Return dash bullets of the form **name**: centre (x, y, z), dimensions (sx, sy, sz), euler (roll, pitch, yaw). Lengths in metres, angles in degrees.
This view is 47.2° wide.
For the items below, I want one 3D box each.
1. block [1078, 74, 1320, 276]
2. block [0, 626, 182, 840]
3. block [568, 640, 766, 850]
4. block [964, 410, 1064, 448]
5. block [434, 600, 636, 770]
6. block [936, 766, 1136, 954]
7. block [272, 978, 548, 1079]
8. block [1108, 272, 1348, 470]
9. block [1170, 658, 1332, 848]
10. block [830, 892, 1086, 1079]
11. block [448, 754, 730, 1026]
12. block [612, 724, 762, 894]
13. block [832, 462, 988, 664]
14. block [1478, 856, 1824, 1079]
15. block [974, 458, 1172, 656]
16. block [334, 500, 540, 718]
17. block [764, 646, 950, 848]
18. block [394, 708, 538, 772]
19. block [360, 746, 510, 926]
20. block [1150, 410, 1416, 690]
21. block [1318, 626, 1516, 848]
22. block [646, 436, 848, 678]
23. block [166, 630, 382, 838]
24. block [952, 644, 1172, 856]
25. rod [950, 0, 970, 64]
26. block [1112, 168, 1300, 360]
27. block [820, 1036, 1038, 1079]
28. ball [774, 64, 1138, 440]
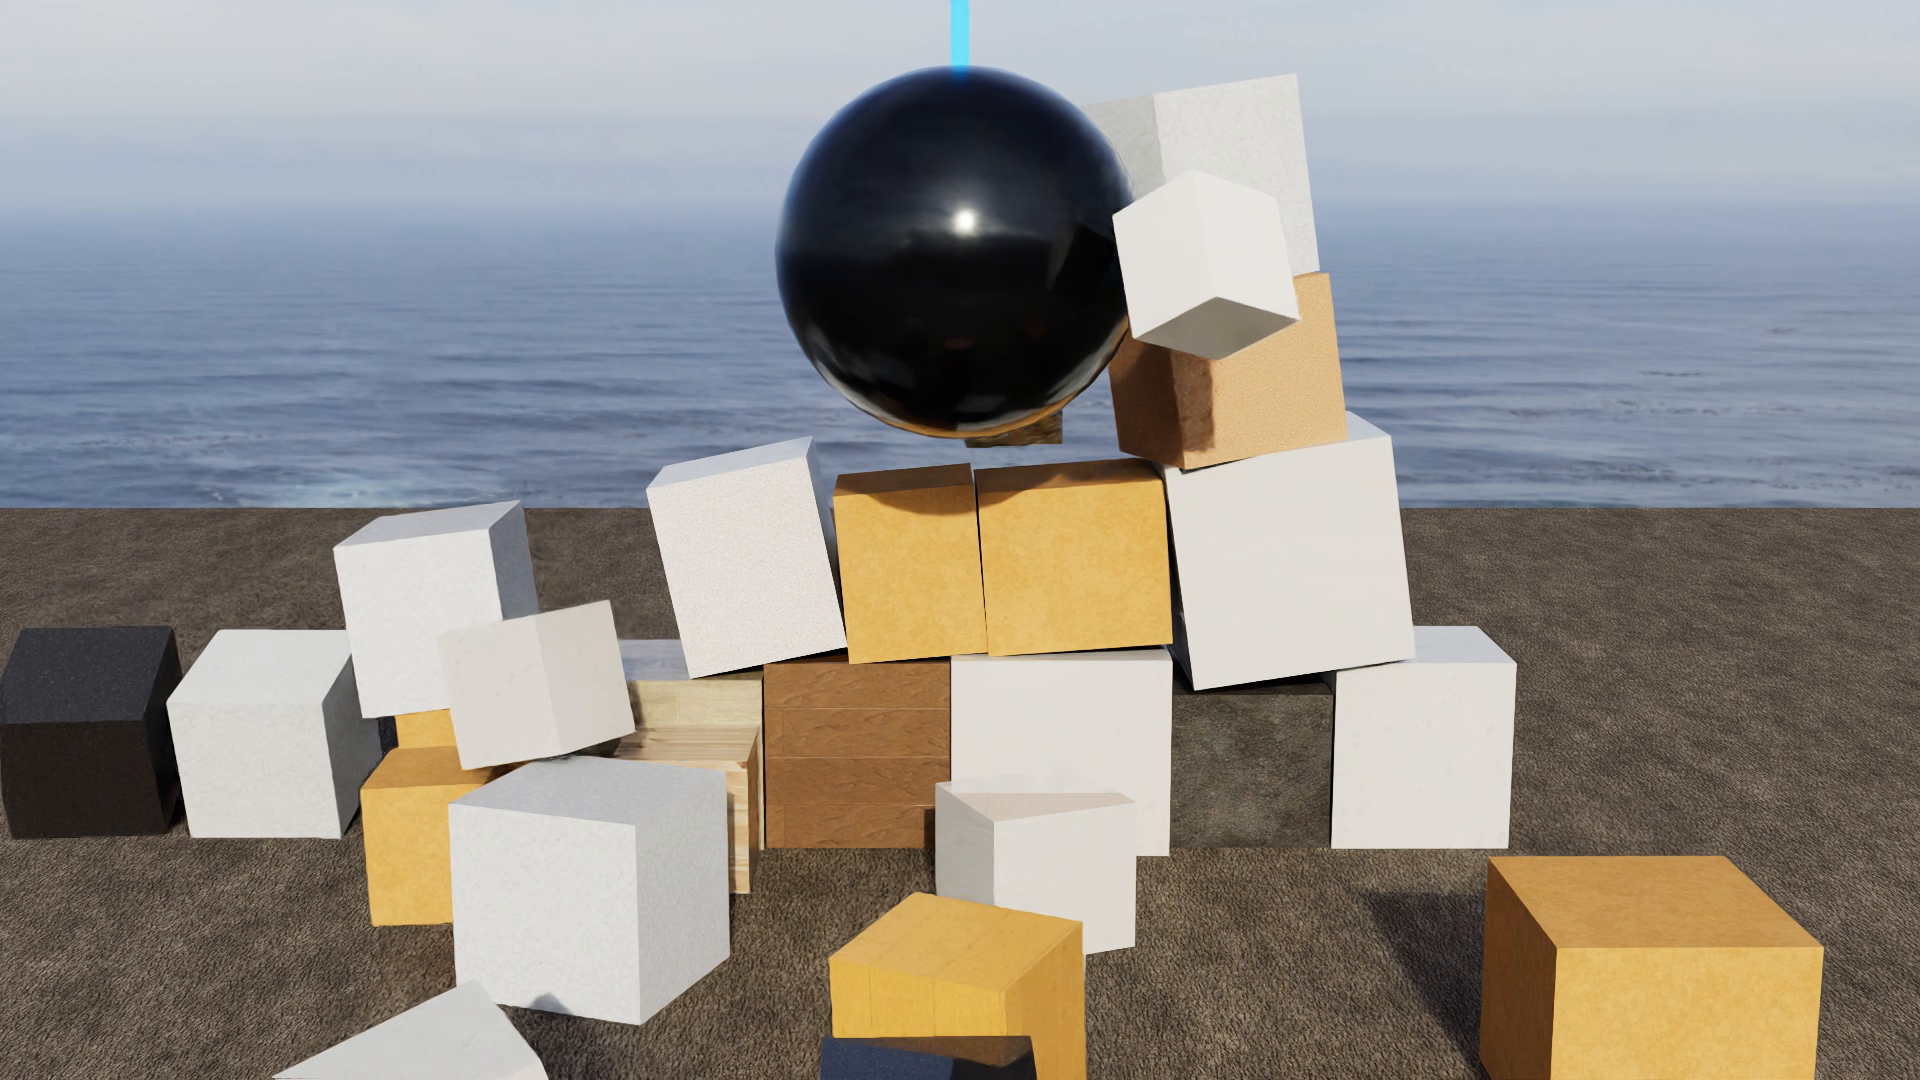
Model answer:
- **block**: centre (1.118, -1.718, 10.797), dimensions (0.889, 0.957, 0.772), euler (-15, 12, -32)
- **block**: centre (-4.459, 0.986, 11.319), dimensions (0.756, 0.758, 0.779), euler (-1, 35, -6)
- **block**: centre (-1.479, 1.043, 11.387), dimensions (0.995, 0.873, 0.906), euler (0, 10, 0)
- **block**: centre (0.231, -0.812, 10.662), dimensions (0.476, 0.543, 0.576), euler (-3, -18, 7)
- **block**: centre (-1.888, 0.642, 9.805), dimensions (0.548, 0.610, 0.563), euler (-11, 1, 26)
- **block**: centre (0.330, 1.442, 9.789), dimensions (0.686, 0.660, 0.626), euler (-5, 11, -24)
- **block**: centre (-1.593, 1.901, 6.746), dimensions (0.679, 0.670, 0.723), euler (-24, 19, -22)
- **block**: centre (1.297, -0.868, 10.958), dimensions (0.851, 0.806, 0.948), euler (-11, 10, -14)
- **block**: centre (1.450, 1.085, 11.390), dimensions (0.803, 0.789, 0.819), euler (0, 10, 0)
- **block**: centre (0.005, 1.749, 7.755), dimensions (0.677, 0.737, 0.610), euler (5, 16, 28)
- **block**: centre (-1.546, 1.445, 9.282), dimensions (0.858, 0.837, 0.814), euler (4, 11, 20)
- **block**: centre (-1.314, 1.292, 10.645), dimensions (0.639, 0.650, 0.643), euler (0, 10, 0)
- **block**: centre (-0.247, 0.107, 11.151), dimensions (0.689, 0.843, 0.726), euler (-5, 10, 0)
- **block**: centre (2.467, 1.692, 7.982), dimensions (0.904, 0.814, 0.964), euler (0, 10, 0)
- **block**: centre (0.559, 0.070, 11.168), dimensions (0.911, 0.816, 0.801), euler (-4, 10, 0)
- **block**: centre (-2.639, 0.337, 11.262), dimensions (0.766, 0.870, 0.886), euler (-7, 10, 1)
- **block**: centre (-0.513, 1.009, 11.360), dimensions (0.920, 0.951, 0.795), euler (0, 10, 0)
- **block**: centre (-2.400, 1.100, 11.393), dimensions (0.762, 0.697, 0.833), euler (-5, 10, 1)
- **block**: centre (-2.411, 1.361, 10.228), dimensions (0.550, 0.645, 0.664), euler (-2, 10, -2)
- **block**: centre (1.599, 0.028, 11.176), dimensions (1.096, 1.106, 1.033), euler (-9, 10, 0)
- **block**: centre (2.309, 1.004, 11.378), dimensions (0.887, 0.954, 0.847), euler (0, 10, 0)
- **block**: centre (-1.050, 0.071, 11.185), dimensions (0.796, 0.970, 0.789), euler (-12, 10, 1)
- **block**: centre (-3.528, 0.997, 11.395), dimensions (0.776, 0.788, 0.783), euler (0, 25, 2)
- **block**: centre (0.498, 0.988, 11.350), dimensions (1.081, 0.995, 1.034), euler (0, 10, 0)
- **rod**: centre (0.000, -4.626, 9.697), dimensions (0.080, 5.200, 0.080), euler (0, -4, 0)
- **block**: centre (0.974, -1.081, 8.717), dimensions (0.506, 0.541, 0.433), euler (9, -24, -42)
- **block**: centre (-0.099, 1.978, 6.996), dimensions (0.681, 0.605, 0.565), euler (0, 10, -2)
- **ball**: centre (0.000, -1.233, 9.473), dimensions (1.600, 1.600, 1.600), euler (0, 10, 0)
